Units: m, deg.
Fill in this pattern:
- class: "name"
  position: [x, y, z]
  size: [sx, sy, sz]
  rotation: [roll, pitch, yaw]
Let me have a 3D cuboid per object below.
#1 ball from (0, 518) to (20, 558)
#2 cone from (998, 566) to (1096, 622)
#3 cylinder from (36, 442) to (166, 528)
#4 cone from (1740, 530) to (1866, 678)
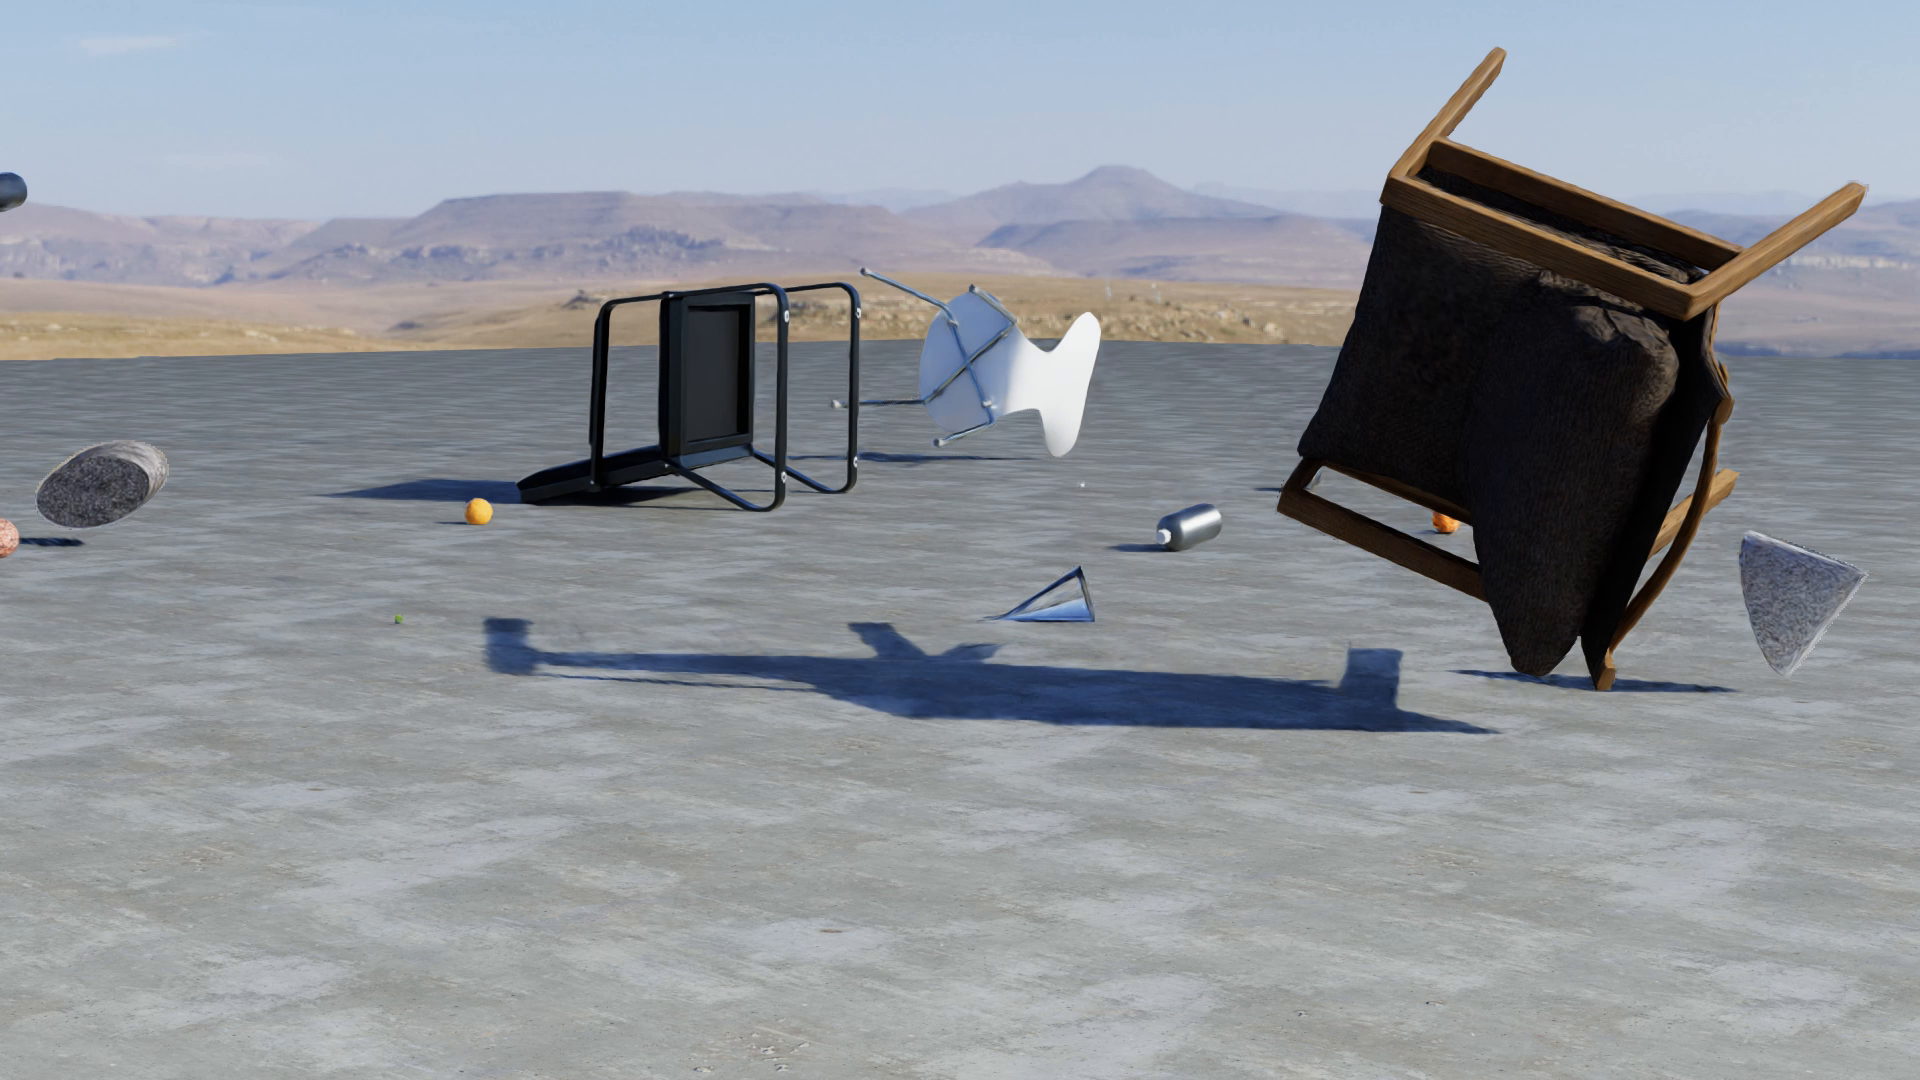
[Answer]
- class: "ball"
  position: [-2.248, -0.004, 5.995]
  size: [0.094, 0.094, 0.094]
  rotation: [0, 6, 0]
- class: "cone"
  position: [0.157, 0.128, 4.908]
  size: [0.182, 0.111, 0.094]
  rotation: [-16, 14, 8]
- class: "cylinder"
  position: [-2.095, -0.134, 6.264]
  size: [0.300, 0.168, 0.109]
  rotation: [-16, 18, 11]
- class: "cone"
  position: [1.330, 0.076, 3.985]
  size: [0.103, 0.239, 0.197]
  rotation: [-3, -13, -32]
